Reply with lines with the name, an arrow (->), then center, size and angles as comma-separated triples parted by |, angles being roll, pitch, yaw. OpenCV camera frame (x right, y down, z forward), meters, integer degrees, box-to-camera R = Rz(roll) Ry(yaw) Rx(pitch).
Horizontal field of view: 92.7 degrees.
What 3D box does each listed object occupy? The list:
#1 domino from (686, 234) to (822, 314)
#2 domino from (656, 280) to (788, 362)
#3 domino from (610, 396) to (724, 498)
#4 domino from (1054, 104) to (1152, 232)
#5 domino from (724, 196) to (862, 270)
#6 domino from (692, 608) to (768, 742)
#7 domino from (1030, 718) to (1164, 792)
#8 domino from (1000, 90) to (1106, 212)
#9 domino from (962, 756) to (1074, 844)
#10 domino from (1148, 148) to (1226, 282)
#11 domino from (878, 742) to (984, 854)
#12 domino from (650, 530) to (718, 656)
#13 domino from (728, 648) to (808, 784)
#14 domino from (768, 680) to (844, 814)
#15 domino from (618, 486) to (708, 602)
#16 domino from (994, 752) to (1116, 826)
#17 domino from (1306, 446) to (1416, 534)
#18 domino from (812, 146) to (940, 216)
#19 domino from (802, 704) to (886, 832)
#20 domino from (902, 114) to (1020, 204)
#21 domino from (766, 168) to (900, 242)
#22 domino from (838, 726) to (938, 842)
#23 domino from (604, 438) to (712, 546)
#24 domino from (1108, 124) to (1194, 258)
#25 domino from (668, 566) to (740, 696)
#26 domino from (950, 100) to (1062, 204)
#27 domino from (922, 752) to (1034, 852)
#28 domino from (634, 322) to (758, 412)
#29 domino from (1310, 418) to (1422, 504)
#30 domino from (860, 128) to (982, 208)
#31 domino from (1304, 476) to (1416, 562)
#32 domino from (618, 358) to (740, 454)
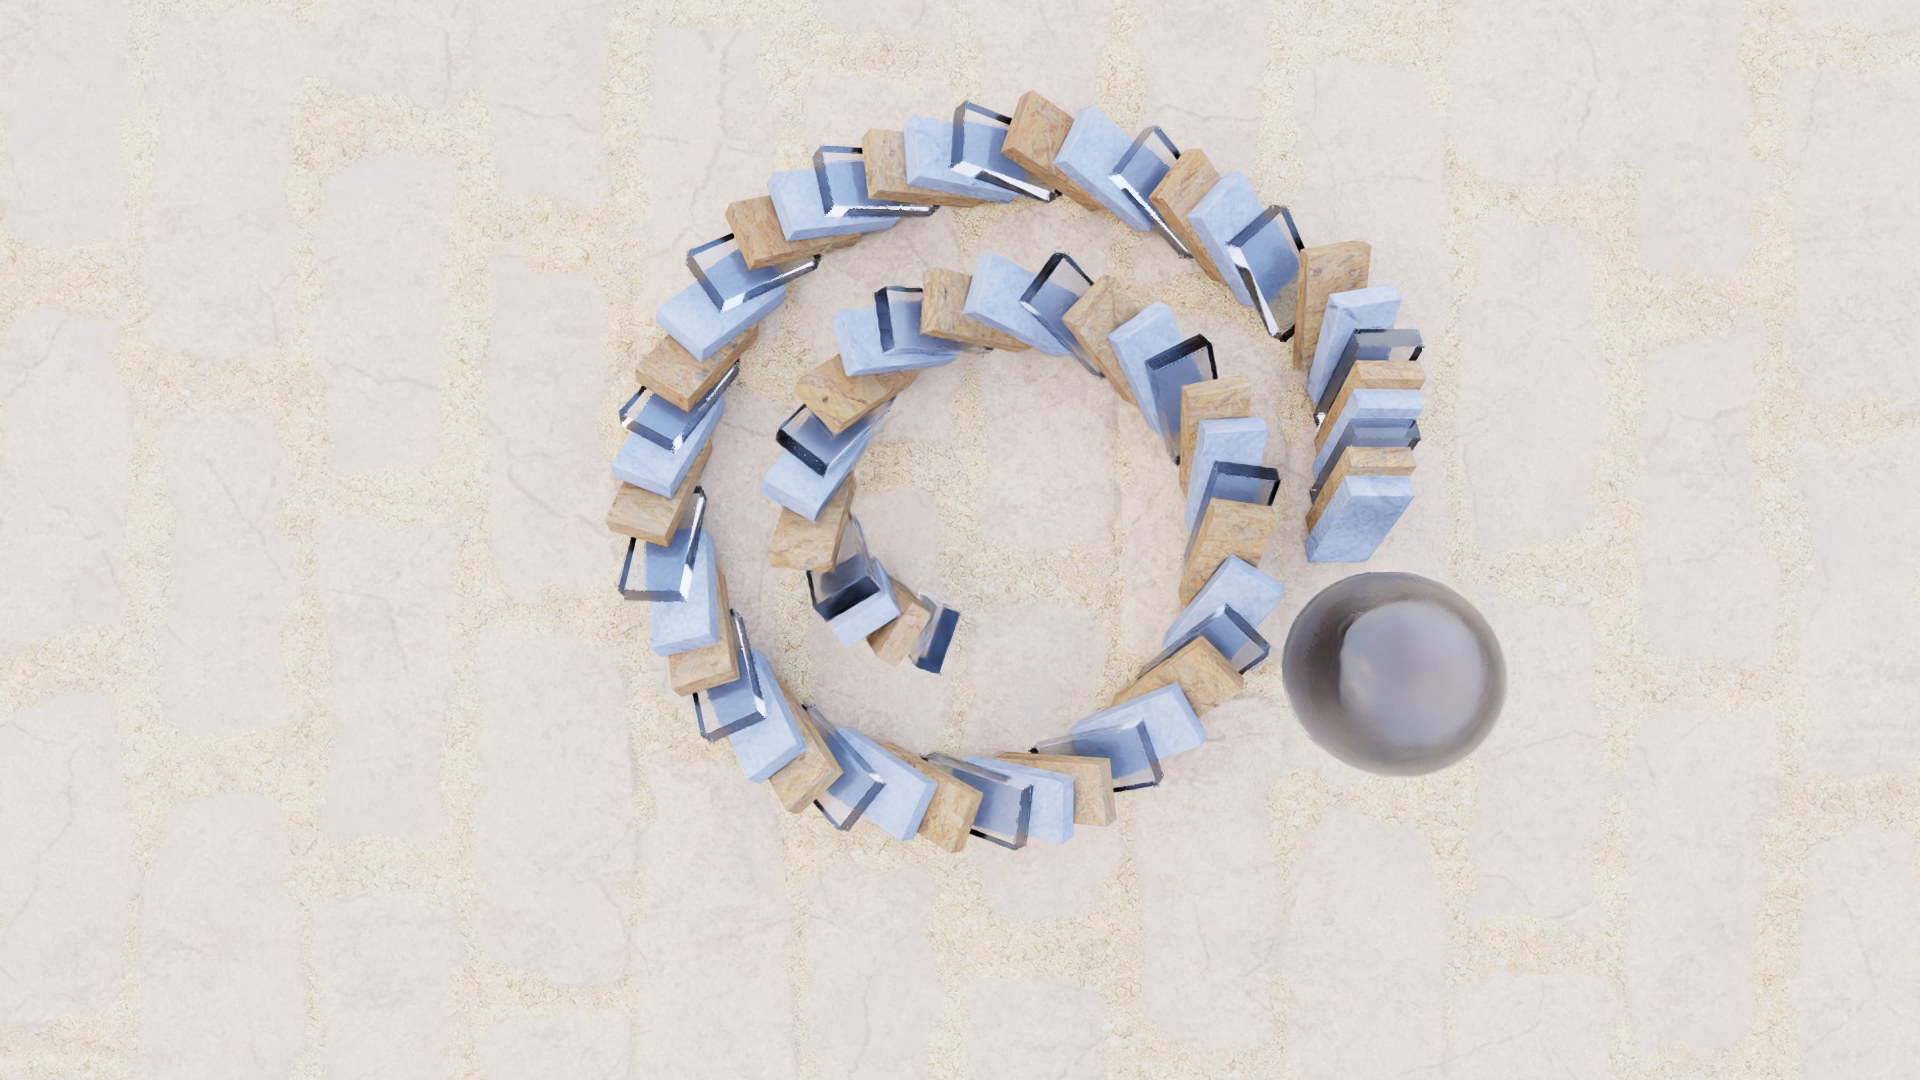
domino -> -0.086, -0.117, 0.384 | 0.050, 0.010, 0.025 | -36, 90, -29
domino -> -0.099, -0.099, 0.383 | 0.025, 0.010, 0.050 | 42, 60, 1
domino -> -0.121, -0.043, 0.383 | 0.025, 0.009, 0.050 | 20, 58, 0
domino -> 0.065, -0.154, 0.384 | 0.050, 0.009, 0.025 | 27, 89, -29
domino -> -0.069, -0.132, 0.384 | 0.050, 0.009, 0.025 | -24, 90, -29
domino -> -0.099, 0.056, 0.382 | 0.025, 0.010, 0.050 | -24, 58, 2
domino -> 0.057, 0.093, 0.383 | 0.050, 0.009, 0.025 | -20, 90, 30
domino -> 0.043, -0.162, 0.383 | 0.050, 0.010, 0.025 | 21, 86, -29
domino -> 0.023, 0.107, 0.381 | 0.050, 0.010, 0.025 | 3, 95, 35
domino -> 0.103, -0.134, 0.382 | 0.050, 0.009, 0.025 | 38, 89, -33
domino -> -0.017, 0.107, 0.382 | 0.050, 0.010, 0.025 | 21, 93, 33
domino -> -0.115, 0.022, 0.382 | 0.025, 0.009, 0.050 | -14, 59, 2
domino -> -0.085, 0.073, 0.382 | 0.025, 0.010, 0.050 | -37, 57, 4
domino -> -0.072, 0.085, 0.382 | 0.025, 0.010, 0.050 | -44, 56, 3
domino -> -0.123, 0.001, 0.383 | 0.025, 0.009, 0.050 | 1, 60, 2
domino -> 0.039, 0.103, 0.381 | 0.050, 0.010, 0.025 | -6, 92, 35
domino -> 0.163, -0.019, 0.376 | 0.025, 0.050, 0.009 | 0, 58, 0
domino -> -0.034, -0.149, 0.383 | 0.050, 0.010, 0.025 | -12, 89, -31
domino -> -0.056, 0.094, 0.383 | 0.050, 0.009, 0.025 | 38, 90, 31
domino -> 0.001, -0.158, 0.382 | 0.050, 0.010, 0.025 | -3, 88, -32
domino -> -0.052, -0.141, 0.383 | 0.050, 0.010, 0.025 | -19, 89, -32
domino -> -0.035, 0.101, 0.382 | 0.050, 0.010, 0.025 | 25, 91, 32
domino -> -0.125, -0.024, 0.384 | 0.025, 0.010, 0.050 | 16, 61, 0
domino -> 0.088, -0.145, 0.384 | 0.050, 0.009, 0.025 | 37, 90, -27
domino -> -0.109, 0.038, 0.383 | 0.025, 0.009, 0.050 | -17, 58, 0
domino -> 0.020, -0.161, 0.382 | 0.050, 0.010, 0.025 | 6, 86, -31
domino -> 0.005, 0.108, 0.381 | 0.050, 0.009, 0.025 | 9, 96, 34
domino -> -0.109, -0.079, 0.383 | 0.025, 0.009, 0.050 | 31, 59, 2
domino -> 0.165, -0.030, 0.376 | 0.025, 0.050, 0.009 | 0, 58, 0
domino -> -0.015, -0.155, 0.383 | 0.050, 0.010, 0.025 | -8, 90, -31
domino -> 0.163, -0.008, 0.376 | 0.025, 0.050, 0.010 | 0, 58, 0
domino -> -0.116, -0.062, 0.383 | 0.025, 0.010, 0.050 | 27, 59, 1
